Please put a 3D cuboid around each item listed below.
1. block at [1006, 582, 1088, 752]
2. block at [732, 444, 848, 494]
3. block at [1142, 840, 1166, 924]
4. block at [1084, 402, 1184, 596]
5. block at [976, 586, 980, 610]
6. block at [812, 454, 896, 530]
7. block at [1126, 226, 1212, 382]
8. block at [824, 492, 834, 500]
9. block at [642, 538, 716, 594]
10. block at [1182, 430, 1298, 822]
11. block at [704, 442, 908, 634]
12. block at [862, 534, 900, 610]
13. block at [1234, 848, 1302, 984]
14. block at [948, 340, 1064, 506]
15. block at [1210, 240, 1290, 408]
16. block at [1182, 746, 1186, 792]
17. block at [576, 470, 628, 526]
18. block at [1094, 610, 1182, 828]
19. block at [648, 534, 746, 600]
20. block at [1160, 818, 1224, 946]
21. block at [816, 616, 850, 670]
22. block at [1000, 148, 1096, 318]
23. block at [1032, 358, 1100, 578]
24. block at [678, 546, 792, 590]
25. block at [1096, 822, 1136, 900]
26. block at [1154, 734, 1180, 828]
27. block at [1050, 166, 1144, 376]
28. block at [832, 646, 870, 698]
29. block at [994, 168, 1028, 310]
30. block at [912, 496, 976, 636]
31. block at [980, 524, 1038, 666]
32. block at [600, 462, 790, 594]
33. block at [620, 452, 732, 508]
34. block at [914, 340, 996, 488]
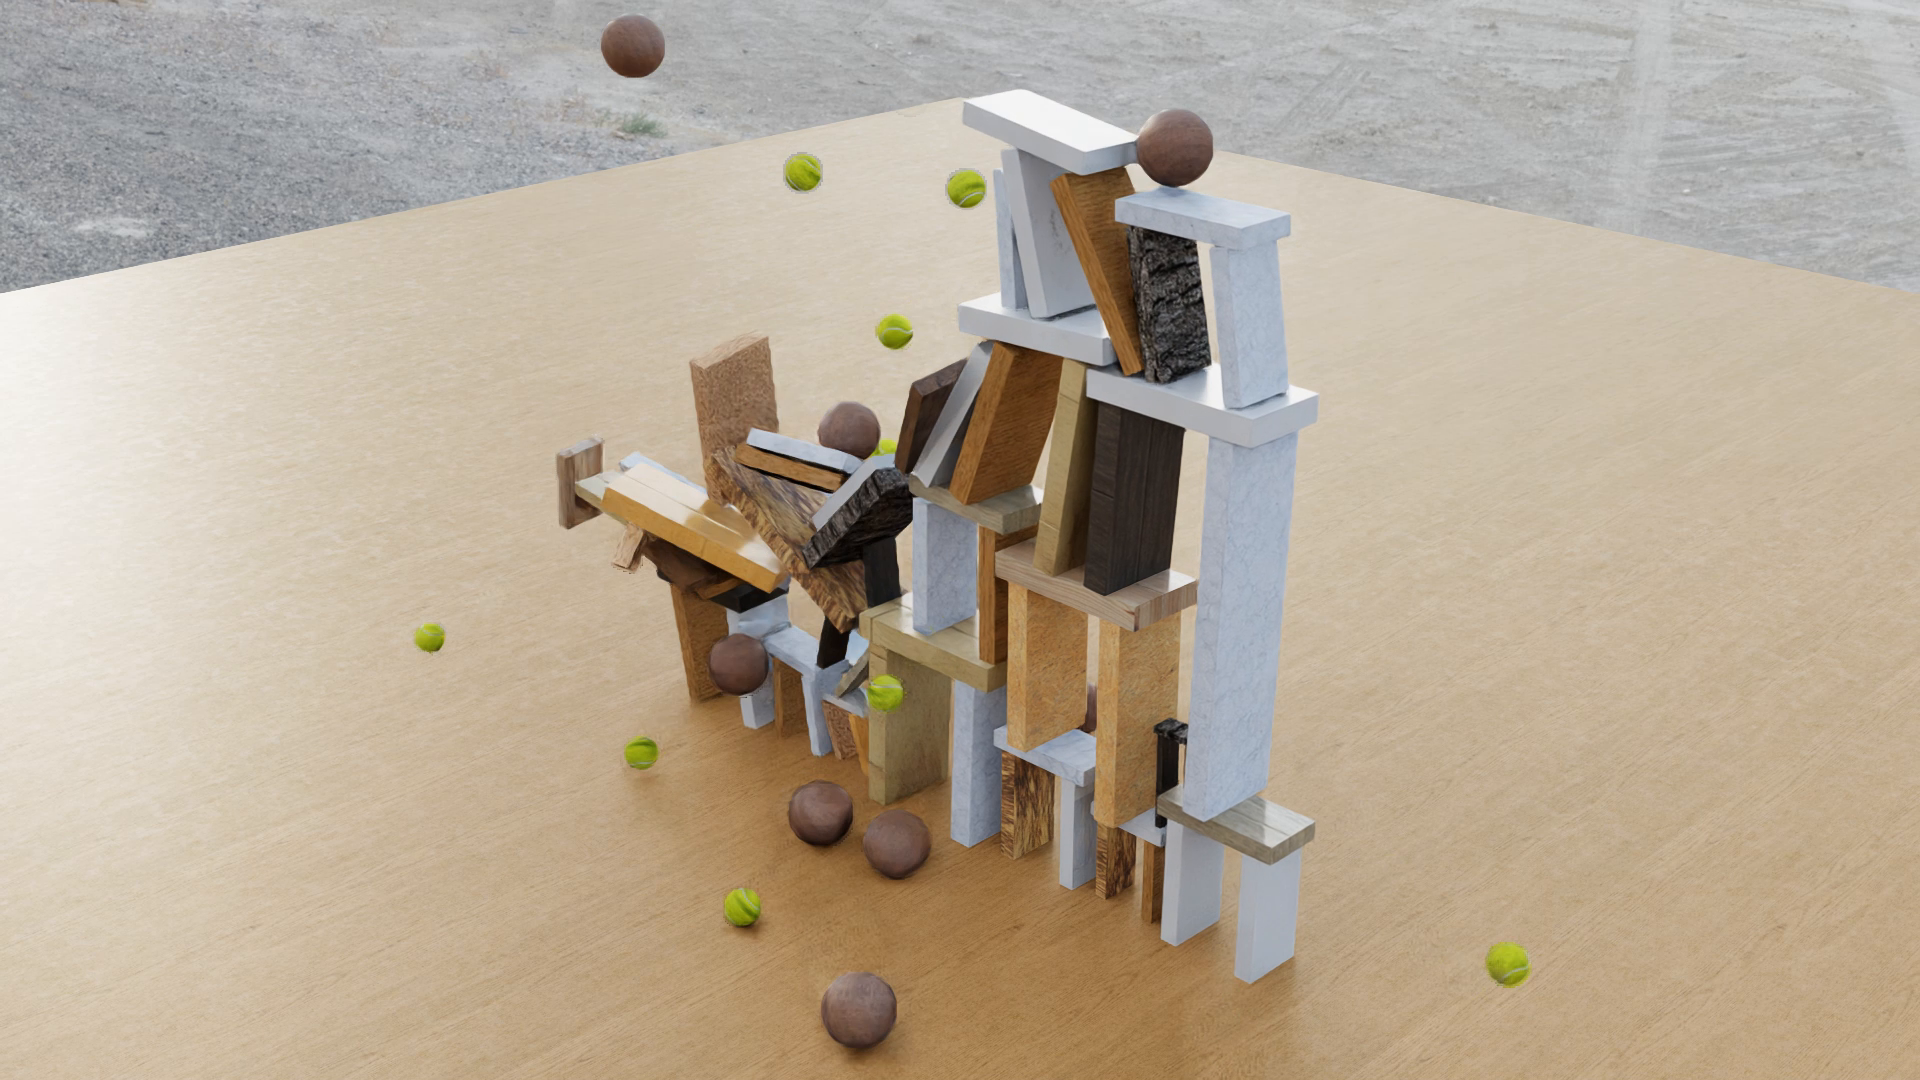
[{"bbox_3d":[0.166,0.215,4.142,0.169,0.338,0.048,-21,31,-40],"label":"block"},{"bbox_3d":[-0.323,-0.134,4.471,0.250,0.035,0.125,16,-4,25],"label":"block"},{"bbox_3d":[0.377,0.618,4.084,0.086,0.171,0.024,-21,31,-41],"label":"block"},{"bbox_3d":[0.308,-0.093,3.855,0.177,0.355,0.050,-21,35,-40],"label":"block"},{"bbox_3d":[-0.033,0.208,4.816,0.320,0.029,0.104,-35,39,2],"label":"block"},{"bbox_3d":[-0.182,-0.097,4.358,0.122,0.249,0.035,-11,69,-39],"label":"block"},{"bbox_3d":[0.350,-0.404,3.669,0.130,0.259,0.037,-21,18,-40],"label":"block"},{"bbox_3d":[-0.254,0.008,4.634,0.079,0.022,0.353,0,46,-29],"label":"block"},{"bbox_3d":[-0.596,0.050,4.669,0.079,0.022,0.158,-22,47,-36],"label":"block"},{"bbox_3d":[0.481,0.136,3.779,0.177,0.716,0.050,-21,32,-40],"label":"block"},{"bbox_3d":[-0.320,-0.019,4.560,0.170,0.048,0.490,-21,60,-41],"label":"block"},{"bbox_3d":[-0.147,0.191,4.461,0.072,0.403,0.021,-20,23,-40],"label":"block"},{"bbox_3d":[0.548,0.649,3.905,0.127,0.254,0.036,-21,31,-41],"label":"block"},{"bbox_3d":[0.099,-0.229,4.014,0.172,0.345,0.049,-20,51,-39],"label":"block"},{"bbox_3d":[0.470,-0.356,3.557,0.037,0.259,0.130,9,22,44],"label":"block"},{"bbox_3d":[0.422,0.404,3.946,0.047,0.094,0.013,-21,31,-40],"label":"block"},{"bbox_3d":[-0.681,-0.044,4.923,0.451,0.030,0.107,29,38,36],"label":"block"},{"bbox_3d":[0.324,0.310,4.008,0.169,0.408,0.048,-21,31,-40],"label":"block"},{"bbox_3d":[-0.566,0.041,4.732,0.107,0.030,0.213,-23,48,-34],"label":"block"},{"bbox_3d":[0.427,0.603,4.014,0.127,0.254,0.036,-21,32,-40],"label":"block"},{"bbox_3d":[-0.260,0.200,4.589,0.019,0.136,0.068,34,38,30],"label":"block"},{"bbox_3d":[0.162,-0.544,3.815,0.146,0.292,0.041,-21,15,-41],"label":"block"},{"bbox_3d":[0.232,-0.147,3.903,0.172,0.416,0.049,-21,40,-41],"label":"block"},{"bbox_3d":[-0.472,0.021,4.733,0.250,0.035,0.125,22,25,-3],"label":"block"},{"bbox_3d":[0.296,0.587,4.158,0.085,0.171,0.024,-21,31,-41],"label":"block"},{"bbox_3d":[0.377,0.432,4.001,0.013,0.188,0.047,20,30,41],"label":"block"},{"bbox_3d":[0.278,-0.462,3.727,0.146,0.351,0.041,-21,-1,-40],"label":"block"},{"bbox_3d":[-0.196,0.259,4.563,0.068,0.192,0.019,-27,73,-44],"label":"block"},{"bbox_3d":[0.121,-0.538,3.869,0.122,0.244,0.035,-21,25,-41],"label":"block"},{"bbox_3d":[-0.029,0.035,4.278,0.039,0.276,0.138,21,31,40],"label":"block"},{"bbox_3d":[0.099,0.086,4.158,0.039,0.276,0.138,21,31,41],"label":"block"},{"bbox_3d":[-0.543,-0.029,4.670,0.409,0.049,0.173,27,25,7],"label":"block"},{"bbox_3d":[-0.634,-0.064,5.018,0.049,0.173,0.347,-36,44,-29],"label":"block"},{"bbox_3d":[0.046,-0.246,4.082,0.170,0.340,0.048,-20,61,-39],"label":"block"}]
